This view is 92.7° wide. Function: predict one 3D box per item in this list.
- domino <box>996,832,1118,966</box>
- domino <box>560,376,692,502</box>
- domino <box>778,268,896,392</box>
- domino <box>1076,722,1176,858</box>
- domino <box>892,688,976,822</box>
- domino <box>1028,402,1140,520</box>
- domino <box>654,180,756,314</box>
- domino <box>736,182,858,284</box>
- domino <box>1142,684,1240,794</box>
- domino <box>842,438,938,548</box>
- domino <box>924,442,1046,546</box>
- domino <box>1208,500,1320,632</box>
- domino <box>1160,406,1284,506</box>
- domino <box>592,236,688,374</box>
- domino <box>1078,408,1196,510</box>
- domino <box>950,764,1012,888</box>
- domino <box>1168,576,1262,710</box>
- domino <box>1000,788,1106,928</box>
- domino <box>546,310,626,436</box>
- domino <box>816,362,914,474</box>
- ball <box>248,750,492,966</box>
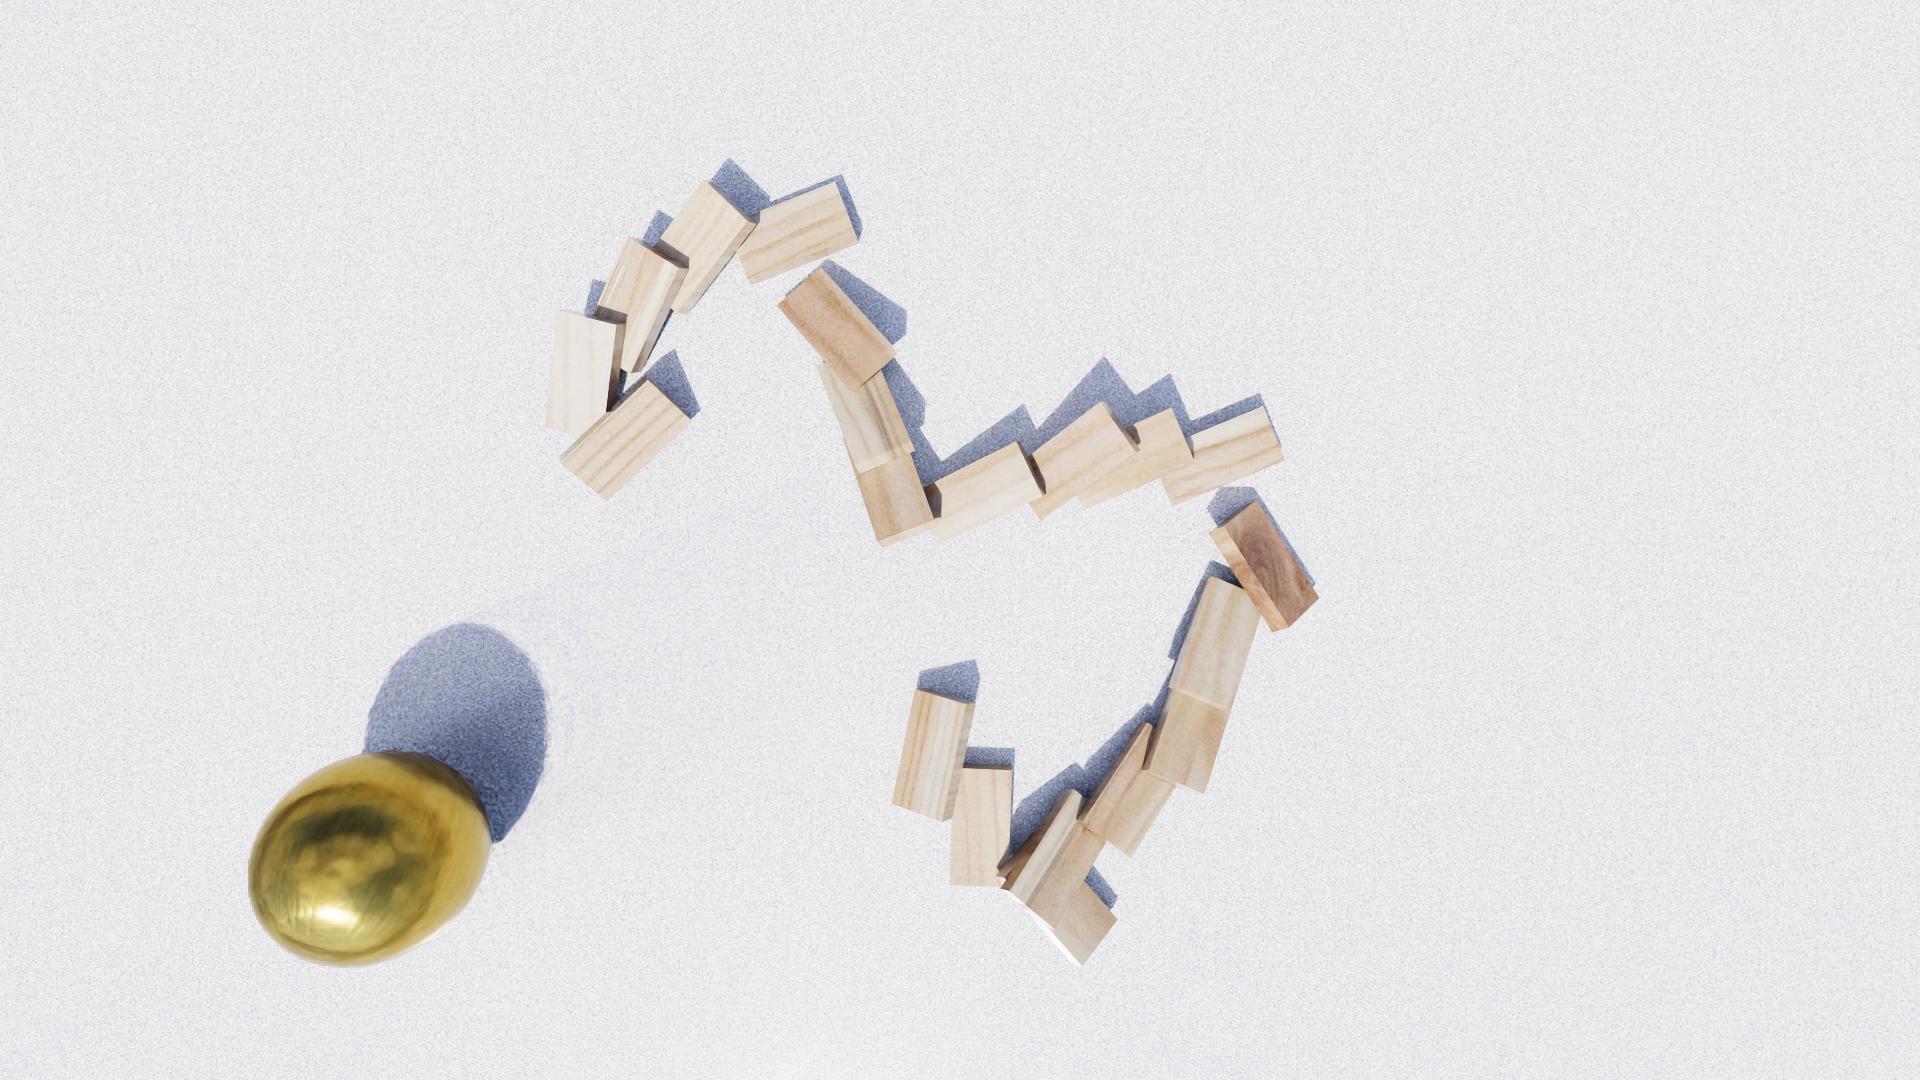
[{"bbox_3d":[0.041,0.152,0.389,0.025,0.010,0.050,-42,93,-25],"label":"domino"},{"bbox_3d":[-0.142,-0.043,0.389,0.050,0.010,0.025,-43,122,0],"label":"domino"},{"bbox_3d":[-0.052,-0.089,0.388,0.025,0.010,0.050,-41,73,0],"label":"domino"},{"bbox_3d":[0.074,0.105,0.388,0.025,0.010,0.050,38,73,0],"label":"domino"},{"bbox_3d":[-0.011,0.091,0.390,0.025,0.010,0.050,12,90,27],"label":"domino"},{"bbox_3d":[0.047,-0.033,0.384,0.050,0.009,0.025,-36,84,25],"label":"domino"},{"bbox_3d":[-0.112,-0.124,0.389,0.025,0.010,0.050,44,106,0],"label":"domino"},{"bbox_3d":[-0.072,-0.132,0.395,0.050,0.010,0.025,-21,90,0],"label":"domino"},{"bbox_3d":[0.098,0.079,0.388,0.025,0.009,0.050,23,73,0],"label":"domino"},{"bbox_3d":[-0.030,-0.025,0.387,0.025,0.010,0.050,-21,71,2],"label":"domino"},{"bbox_3d":[0.008,-0.020,0.389,0.050,0.010,0.025,-25,90,16],"label":"domino"},{"bbox_3d":[0.129,0.011,0.389,0.025,0.010,0.050,-33,90,-32],"label":"domino"},{"bbox_3d":[0.111,-0.036,0.395,0.050,0.010,0.025,-22,90,0],"label":"domino"},{"bbox_3d":[-0.138,-0.099,0.388,0.025,0.010,0.050,32,107,0],"label":"domino"},{"bbox_3d":[0.071,-0.034,0.389,0.050,0.009,0.025,-23,90,15],"label":"domino"},{"bbox_3d":[0.009,0.123,0.395,0.025,0.010,0.050,2,90,0],"label":"domino"},{"bbox_3d":[0.109,0.044,0.389,0.025,0.009,0.050,23,75,0],"label":"domino"},{"bbox_3d":[0.042,0.133,0.384,0.025,0.010,0.050,42,65,-6],"label":"domino"},{"bbox_3d":[-0.159,-0.069,0.388,0.025,0.010,0.050,14,107,0],"label":"domino"},{"bbox_3d":[-0.040,-0.056,0.388,0.025,0.010,0.050,-23,72,0],"label":"domino"},{"bbox_3d":[-0.229,0.124,0.360,0.080,0.080,0.080,0,90,0],"label":"ball"}]
